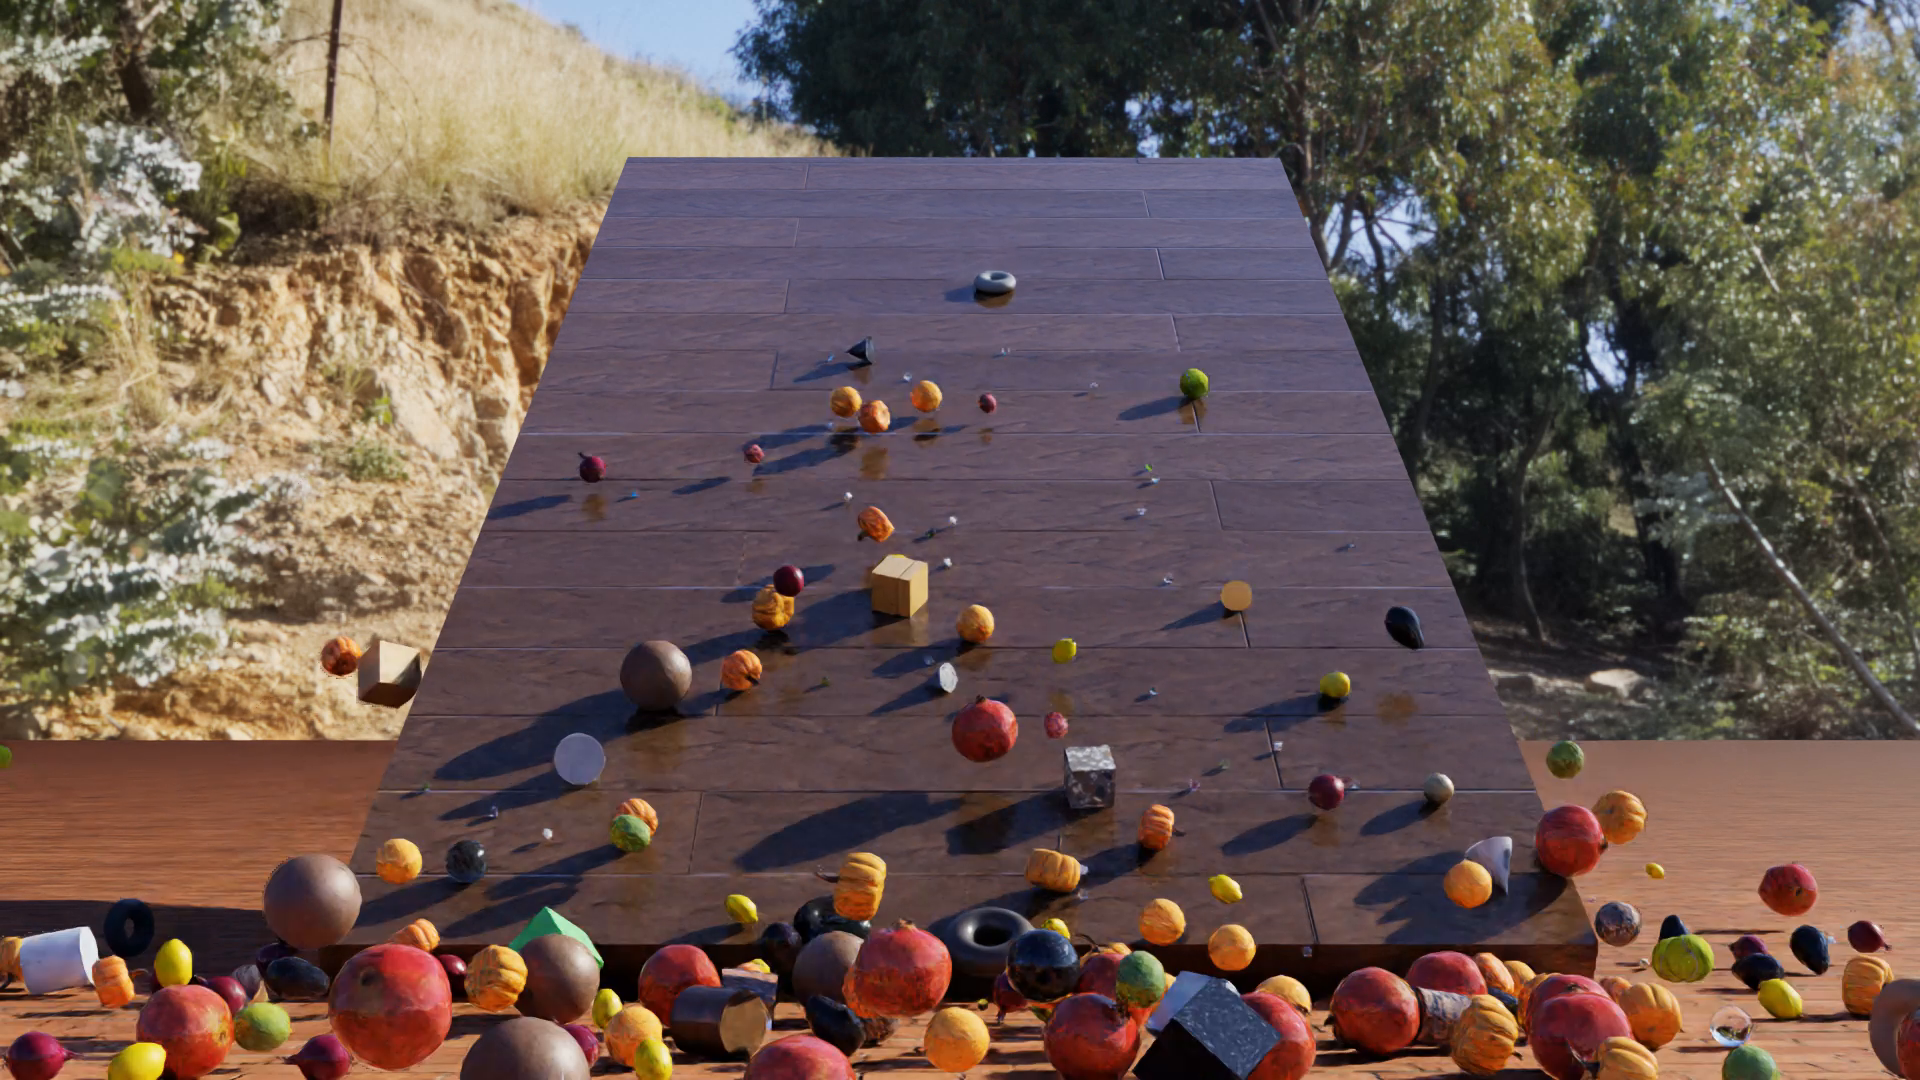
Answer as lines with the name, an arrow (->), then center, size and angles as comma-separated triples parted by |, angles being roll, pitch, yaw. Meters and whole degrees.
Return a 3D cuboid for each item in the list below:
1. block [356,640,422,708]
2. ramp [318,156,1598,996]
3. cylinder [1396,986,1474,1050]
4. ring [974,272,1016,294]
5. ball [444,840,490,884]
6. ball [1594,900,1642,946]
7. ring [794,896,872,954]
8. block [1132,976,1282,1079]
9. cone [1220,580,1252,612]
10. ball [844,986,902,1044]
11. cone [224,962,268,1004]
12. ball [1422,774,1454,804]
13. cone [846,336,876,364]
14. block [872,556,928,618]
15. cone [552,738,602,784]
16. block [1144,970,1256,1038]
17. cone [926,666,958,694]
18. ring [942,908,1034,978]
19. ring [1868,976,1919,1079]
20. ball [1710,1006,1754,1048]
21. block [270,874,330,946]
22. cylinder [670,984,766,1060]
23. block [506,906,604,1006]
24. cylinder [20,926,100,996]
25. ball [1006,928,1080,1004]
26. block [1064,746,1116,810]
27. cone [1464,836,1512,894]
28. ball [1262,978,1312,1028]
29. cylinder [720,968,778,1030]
block -> -1.090, 0.257, 4.520 | 0.087, 0.087, 0.087 | 16, -37, -38
ramp -> -0.010, -0.227, 5.503 | 2.000, 0.100, 4.000 | 0, 27, 0
cylinder -> 0.620, 0.624, 3.089 | 0.073, 0.073, 0.073 | 12, -8, -18
ring -> 0.092, -0.680, 6.250 | 0.109, 0.036, 0.109 | 1, 26, -1
ball -> -0.798, 0.520, 3.832 | 0.070, 0.070, 0.070 | 0, -5, 0
ball -> 1.030, 0.601, 3.708 | 0.071, 0.071, 0.071 | 0, -5, 0
ring -> -0.200, 0.601, 3.708 | 0.123, 0.041, 0.123 | 1, 28, -1
block -> 0.256, 0.531, 2.451 | 0.093, 0.093, 0.093 | 40, 36, 15
cone -> 0.545, 0.110, 4.698 | 0.063, 0.063, 0.063 | 0, 0, 0
ball -> -0.116, 0.632, 3.155 | 0.077, 0.077, 0.077 | 0, -5, 0
cone -> -1.076, 0.694, 3.622 | 0.070, 0.070, 0.070 | -2, -38, 20
ball -> 0.817, 0.425, 4.048 | 0.052, 0.052, 0.052 | 0, -5, 0
cone -> -0.251, -0.463, 5.802 | 0.066, 0.066, 0.066 | -4, -6, 19
block -> -0.119, 0.091, 4.671 | 0.082, 0.082, 0.082 | 11, 29, 21
cone -> -0.655, 0.379, 4.145 | 0.090, 0.090, 0.090 | -1, 8, 9
block -> 0.295, 0.583, 2.845 | 0.086, 0.086, 0.086 | 49, -26, -24
cone -> -0.044, 0.259, 4.400 | 0.055, 0.055, 0.055 | 1, -3, 40
ring -> 0.047, 0.622, 3.660 | 0.148, 0.049, 0.148 | -1, 28, 0
ring -> 1.123, 0.574, 2.786 | 0.040, 0.121, 0.121 | 12, -10, -26
ball -> 1.018, 0.642, 3.125 | 0.055, 0.055, 0.055 | 0, -5, 0
block -> -1.121, 0.629, 4.026 | 0.082, 0.082, 0.082 | -11, -24, -24
cylinder -> -0.310, 0.619, 3.041 | 0.088, 0.088, 0.088 | -4, -6, 37
block -> -0.595, 0.612, 3.479 | 0.087, 0.087, 0.087 | 43, -1, -39
cylinder -> -1.423, 0.665, 3.746 | 0.093, 0.093, 0.093 | -11, -4, -6
ball -> 0.106, 0.548, 3.048 | 0.096, 0.096, 0.096 | 0, -5, 0
block -> 0.222, 0.406, 4.057 | 0.076, 0.076, 0.076 | -3, 27, -6
cone -> 0.872, 0.538, 3.843 | 0.082, 0.082, 0.082 | -12, -35, -8
ball -> 0.459, 0.651, 3.326 | 0.069, 0.069, 0.069 | 0, -5, 0
cylinder -> -0.287, 0.619, 3.196 | 0.076, 0.076, 0.076 | 8, -5, -4
